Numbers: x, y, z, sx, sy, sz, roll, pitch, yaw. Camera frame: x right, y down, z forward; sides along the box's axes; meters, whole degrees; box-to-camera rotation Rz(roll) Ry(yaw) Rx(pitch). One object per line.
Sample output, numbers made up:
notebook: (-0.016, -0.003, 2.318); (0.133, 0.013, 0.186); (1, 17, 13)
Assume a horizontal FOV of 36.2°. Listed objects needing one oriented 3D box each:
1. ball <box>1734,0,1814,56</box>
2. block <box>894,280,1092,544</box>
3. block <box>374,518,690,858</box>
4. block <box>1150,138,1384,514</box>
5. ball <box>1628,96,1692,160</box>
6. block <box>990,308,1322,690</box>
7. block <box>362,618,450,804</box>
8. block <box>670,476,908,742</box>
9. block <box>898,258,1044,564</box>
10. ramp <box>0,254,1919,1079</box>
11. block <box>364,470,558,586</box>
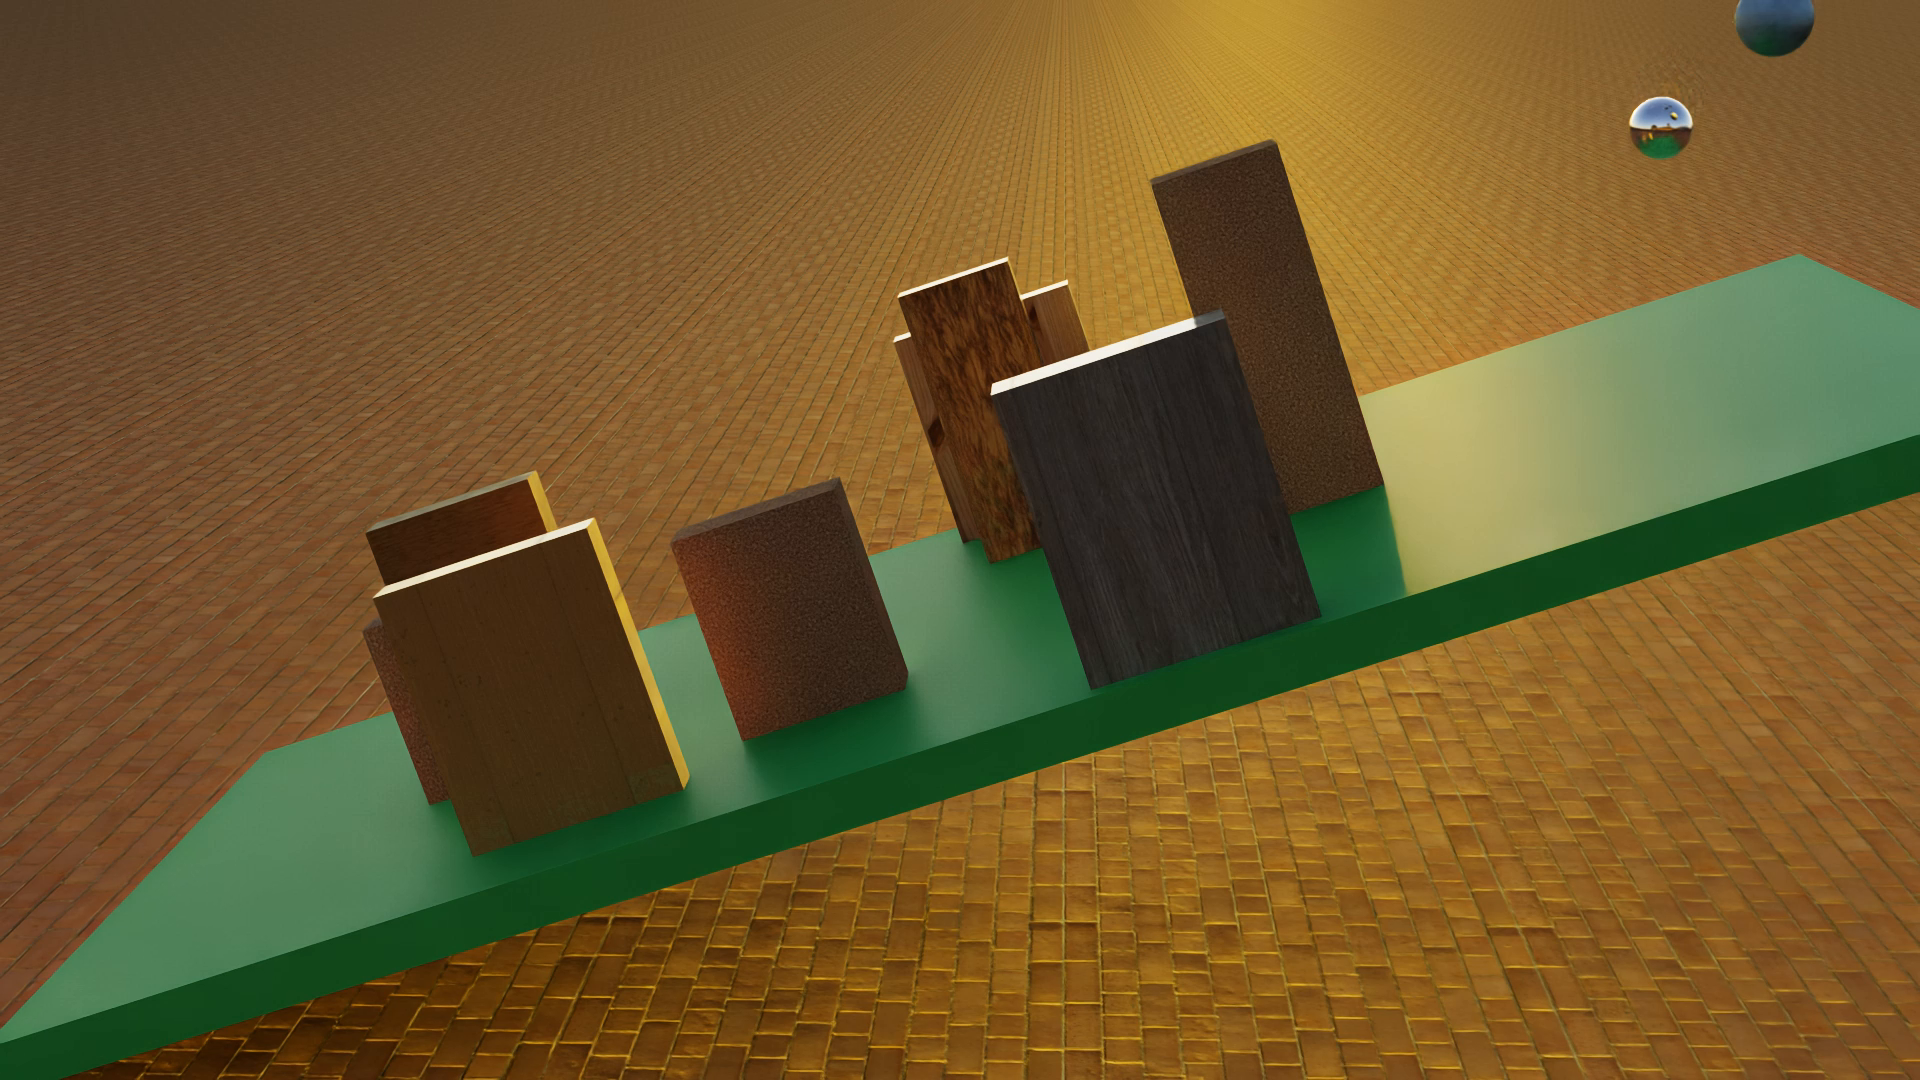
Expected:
ball: (1.646, -1.056, 5.945); (0.155, 0.155, 0.155); (0, 12, 0)
block: (0.132, -0.306, 7.040); (0.435, 0.514, 0.085); (-18, 11, 6)
block: (-0.821, 0.285, 5.662); (0.435, 0.541, 0.097); (-18, 11, 6)
block: (0.644, -0.438, 6.179); (0.271, 0.749, 0.141); (-18, 11, 6)
ball: (1.476, -0.867, 6.196); (0.132, 0.132, 0.132); (0, 12, 0)
block: (0.356, -0.073, 5.336); (0.438, 0.572, 0.132); (-18, 11, 6)
block: (-1.051, 0.322, 6.252); (0.294, 0.401, 0.106); (-18, 11, 6)
block: (-0.338, 0.137, 5.874); (0.344, 0.426, 0.134); (-18, 11, 6)
block: (0.088, -0.293, 6.693); (0.260, 0.646, 0.082); (-18, 11, 6)
ramp: (0.106, 0.180, 6.305); (4.000, 0.100, 2.000); (-18, 11, 6)
block: (-1.046, 0.169, 6.608); (0.386, 0.550, 0.110); (-18, 11, 6)
